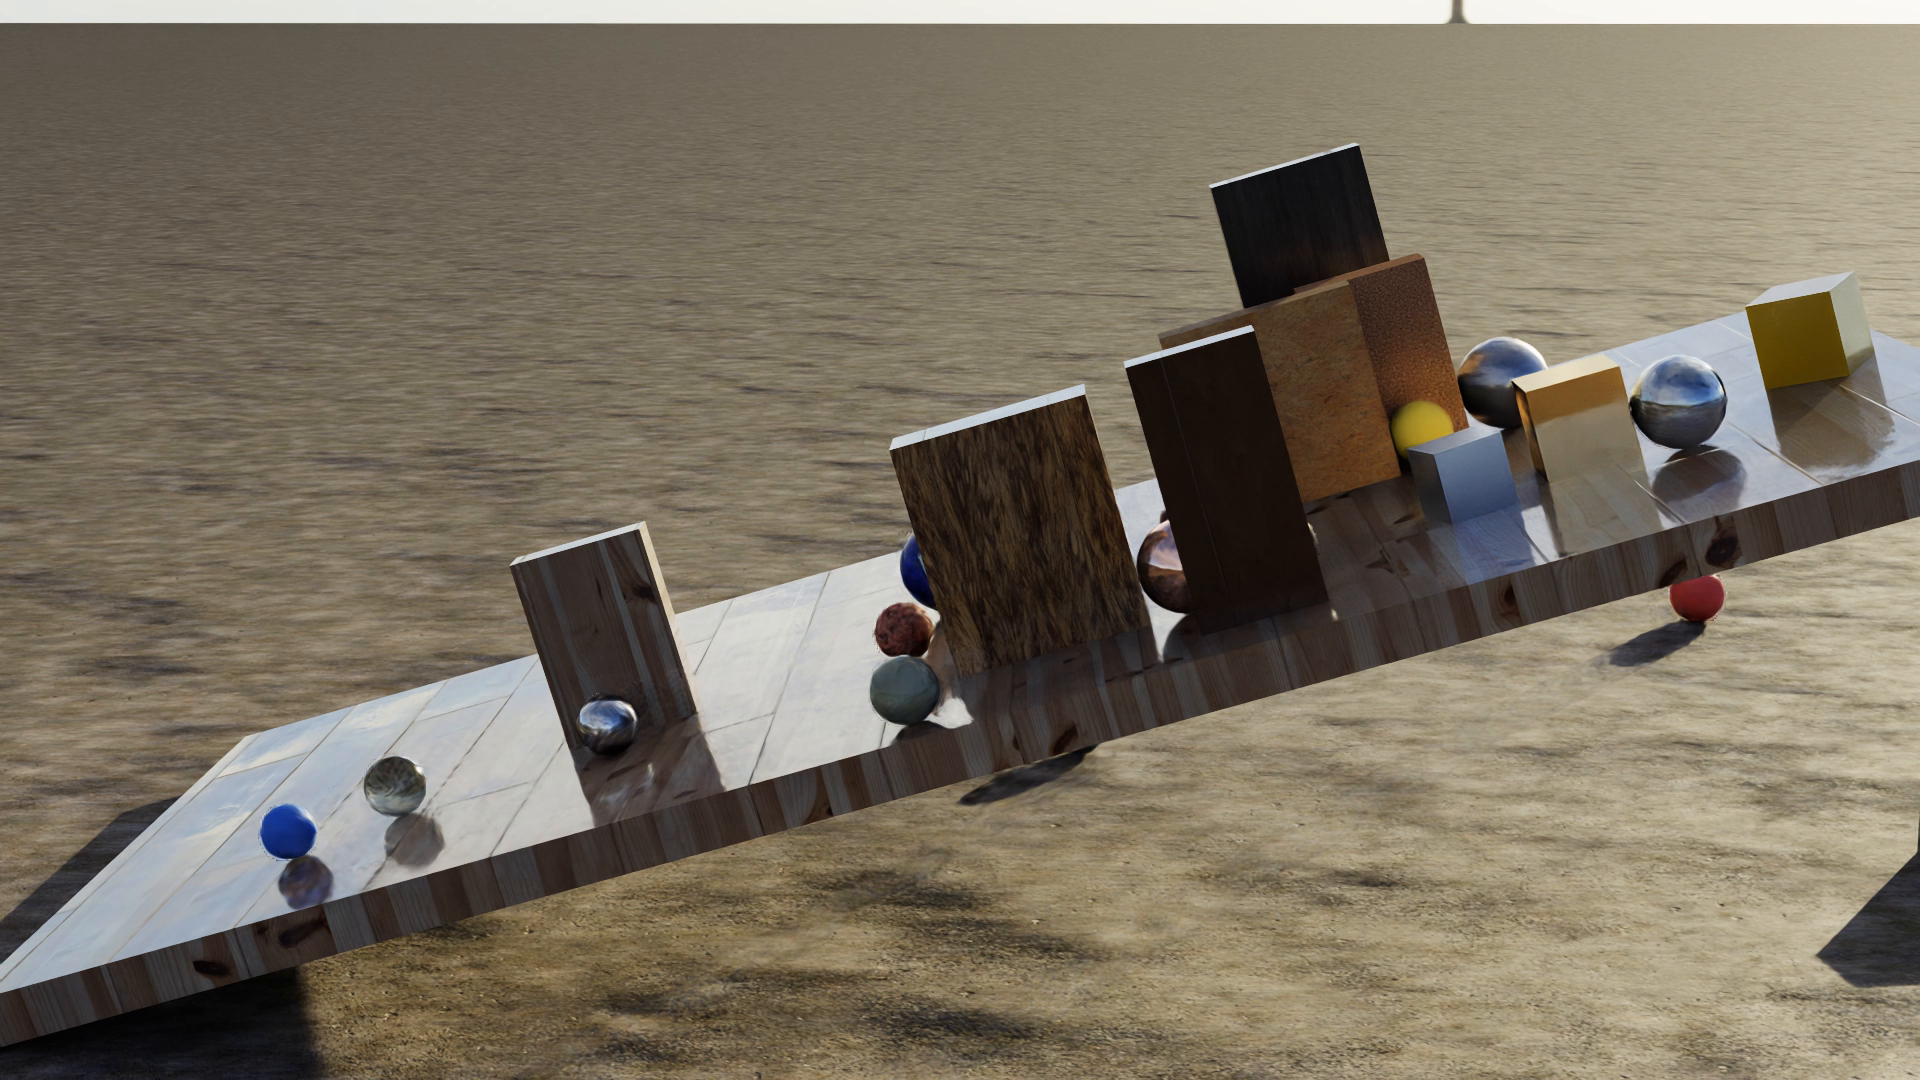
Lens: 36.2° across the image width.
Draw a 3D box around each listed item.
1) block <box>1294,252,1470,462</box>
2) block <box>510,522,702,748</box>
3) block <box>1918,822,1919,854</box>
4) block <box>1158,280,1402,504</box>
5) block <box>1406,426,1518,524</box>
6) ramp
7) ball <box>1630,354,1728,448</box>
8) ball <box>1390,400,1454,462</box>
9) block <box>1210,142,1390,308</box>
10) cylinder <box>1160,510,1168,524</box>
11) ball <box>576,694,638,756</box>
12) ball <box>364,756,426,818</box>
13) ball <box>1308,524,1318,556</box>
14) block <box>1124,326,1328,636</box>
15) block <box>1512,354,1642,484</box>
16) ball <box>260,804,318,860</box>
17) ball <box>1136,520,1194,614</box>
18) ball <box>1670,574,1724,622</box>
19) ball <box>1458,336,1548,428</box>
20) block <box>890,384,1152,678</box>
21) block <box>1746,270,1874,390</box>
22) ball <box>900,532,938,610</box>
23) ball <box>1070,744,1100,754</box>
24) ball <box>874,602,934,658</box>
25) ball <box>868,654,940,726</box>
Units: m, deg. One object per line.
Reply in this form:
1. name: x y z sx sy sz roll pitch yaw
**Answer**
1. block: 0.946 -0.393 6.579 0.287 0.425 0.127 -16 10 5
2. block: -0.736 0.199 6.136 0.282 0.406 0.087 -16 10 5
3. block: 2.323 0.639 6.692 0.199 0.199 0.199 -1 11 -7
4. block: 0.698 -0.297 6.430 0.425 0.434 0.098 -16 10 5
5. block: 0.997 -0.129 5.843 0.146 0.146 0.146 -18 10 -11
6. ramp: 0.090 0.187 6.320 4.000 0.100 2.000 -16 10 5
7. ball: 1.423 -0.273 5.823 0.186 0.186 0.186 0 11 0
8. ball: 1.011 -0.237 6.441 0.141 0.141 0.141 0 11 0
9. block: 0.847 -0.552 6.895 0.353 0.675 0.096 -16 10 5
10. cylinder: 0.509 0.002 5.833 0.177 0.177 0.177 -15 6 16
11. ball: -0.714 0.374 5.956 0.124 0.124 0.124 0 11 0
12. ball: -1.146 0.500 5.971 0.126 0.126 0.126 0 11 0
13. ball: 0.600 0.020 5.612 0.168 0.168 0.168 0 11 0
14. block: 0.495 -0.110 5.460 0.245 0.523 0.090 -16 10 5
15. block: 1.247 -0.247 5.951 0.192 0.192 0.192 -16 10 5
16. ball: -1.340 0.583 5.874 0.111 0.111 0.111 0 11 0
17. ball: 0.434 0.049 5.670 0.187 0.187 0.187 0 11 0
18. ball: 2.319 0.171 9.251 0.169 0.169 0.169 0 11 0
19. ball: 1.212 -0.352 6.561 0.204 0.204 0.204 0 11 0
20. block: 0.120 -0.018 5.737 0.390 0.468 0.150 -16 10 5
21. block: 1.783 -0.440 6.166 0.181 0.181 0.181 -9 12 36
22. ball: -0.030 0.055 6.369 0.201 0.201 0.201 0 11 0
23. ball: 0.310 0.492 7.648 0.133 0.133 0.133 0 11 0
24. ball: -0.114 0.187 6.009 0.121 0.121 0.121 0 11 0
25. ball: -0.103 0.278 5.453 0.131 0.131 0.131 0 11 0
